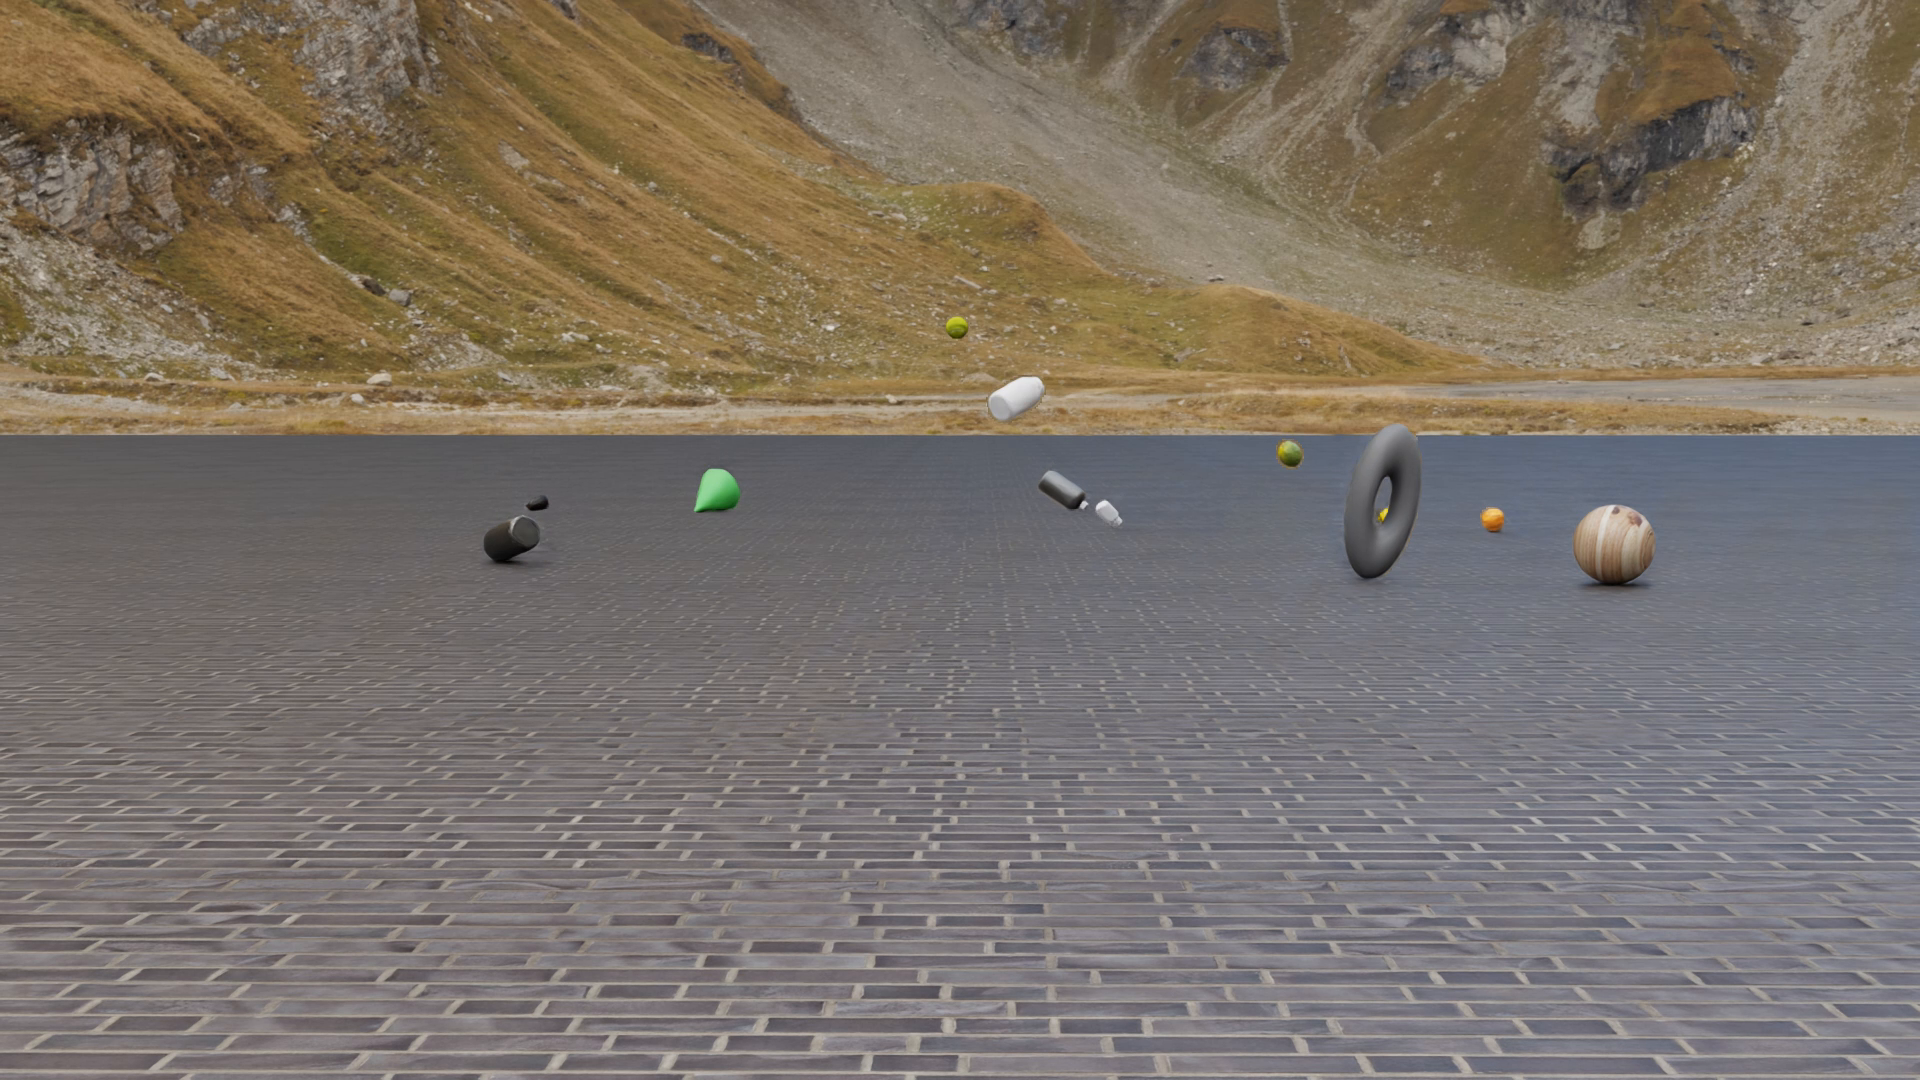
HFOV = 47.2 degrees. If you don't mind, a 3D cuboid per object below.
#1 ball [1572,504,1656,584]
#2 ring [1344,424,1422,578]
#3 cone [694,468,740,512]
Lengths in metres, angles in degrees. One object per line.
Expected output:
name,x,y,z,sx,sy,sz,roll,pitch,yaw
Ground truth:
ball,1.505,0.010,5.058,0.184,0.184,0.184,0,4,0
ring,0.997,-0.091,5.192,0.171,0.374,0.087,10,5,-18
cone,-0.926,-0.143,8.052,0.165,0.180,0.188,33,39,7
